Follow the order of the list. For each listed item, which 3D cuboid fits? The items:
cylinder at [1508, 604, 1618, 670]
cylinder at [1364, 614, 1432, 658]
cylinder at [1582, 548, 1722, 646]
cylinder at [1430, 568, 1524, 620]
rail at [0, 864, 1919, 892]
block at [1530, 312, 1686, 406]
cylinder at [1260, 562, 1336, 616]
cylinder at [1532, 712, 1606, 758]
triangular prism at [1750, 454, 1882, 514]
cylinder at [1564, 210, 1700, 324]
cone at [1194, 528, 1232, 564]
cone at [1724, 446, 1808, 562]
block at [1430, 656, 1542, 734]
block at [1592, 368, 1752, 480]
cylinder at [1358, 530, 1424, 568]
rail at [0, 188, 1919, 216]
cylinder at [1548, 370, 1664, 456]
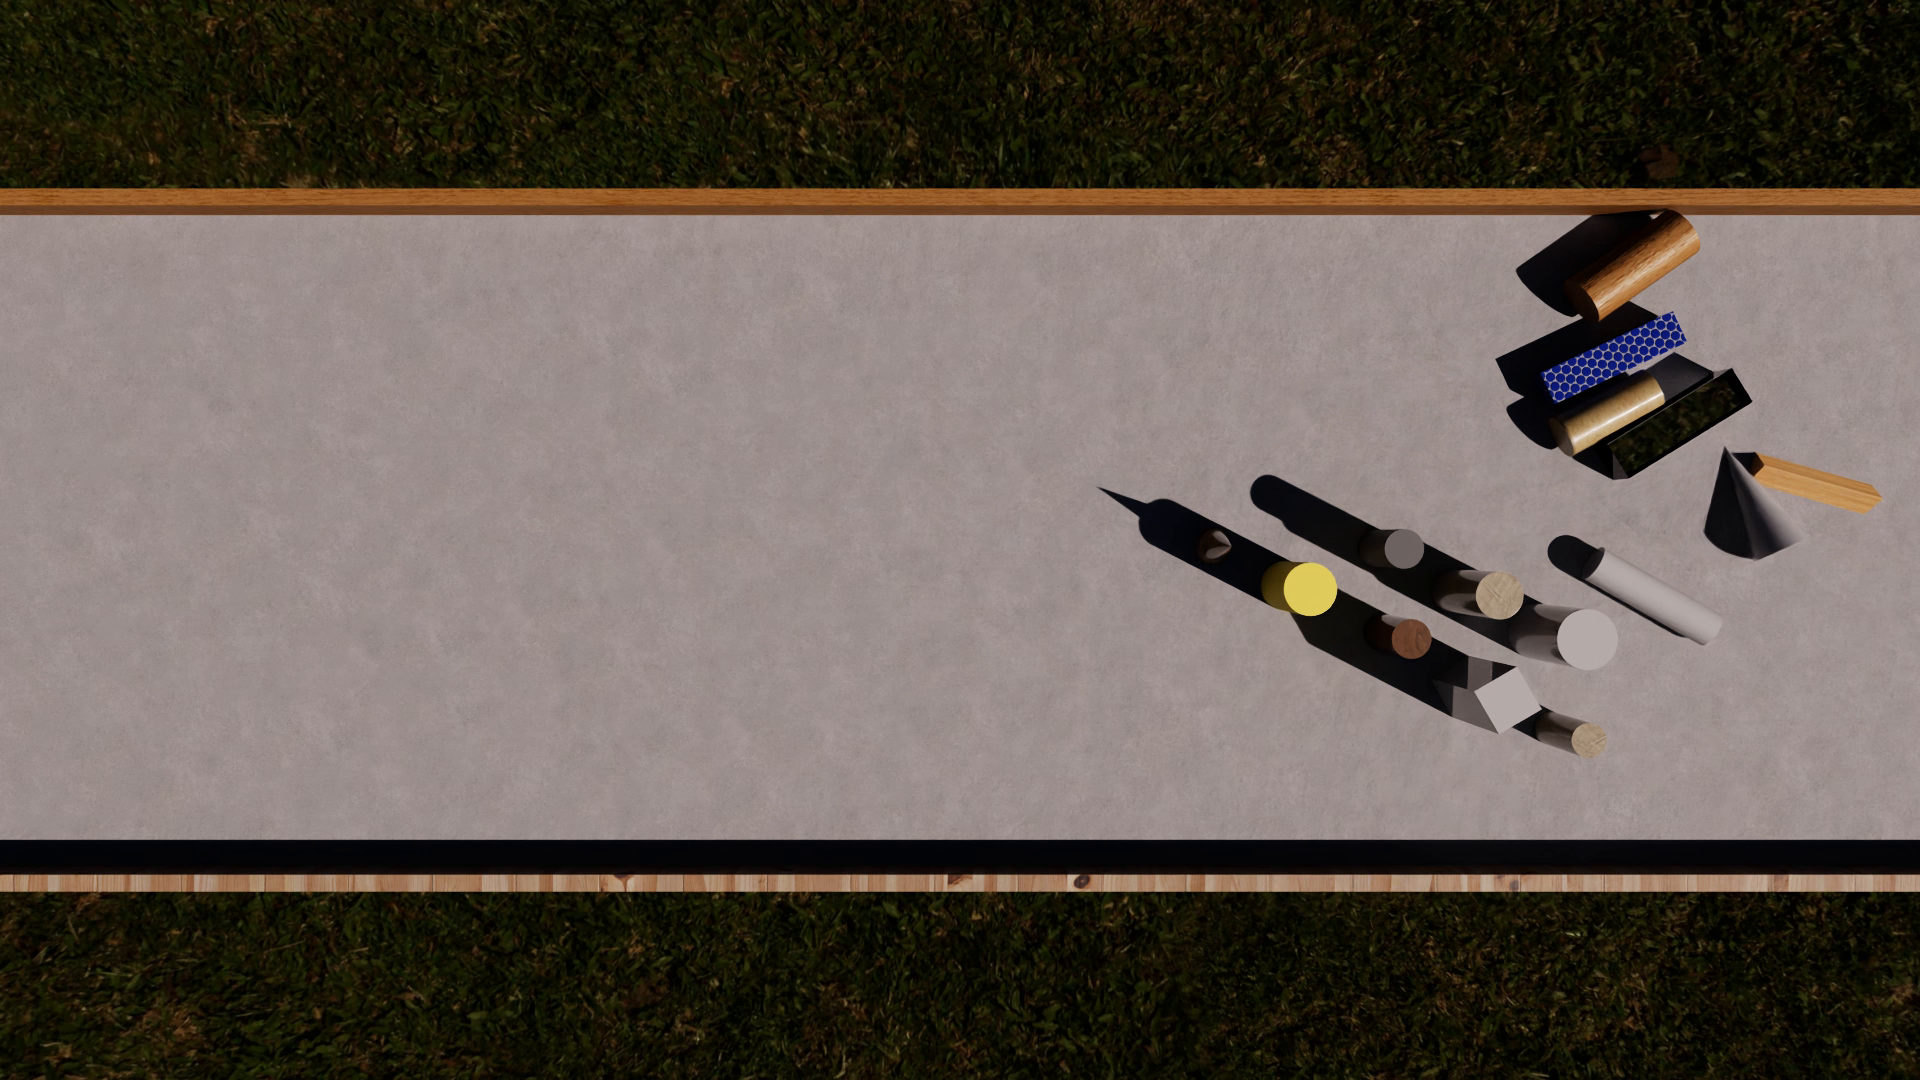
[{"bbox_3d":[1.772,0.281,4.866,0.172,0.420,0.172,0,90,0],"label":"cylinder"},{"bbox_3d":[1.299,0.285,4.910,0.115,0.333,0.115,0,90,0],"label":"cylinder"},{"bbox_3d":[2.106,0.171,5.021,0.410,0.112,0.112,30,90,0],"label":"cylinder"},{"bbox_3d":[1.513,0.156,4.850,0.134,0.454,0.134,0,90,0],"label":"cylinder"},{"bbox_3d":[-2.247,1.025,5.001,12.000,0.150,0.050,0,90,0],"label":"rail"},{"bbox_3d":[1.972,-0.550,5.025,0.440,0.103,0.103,-25,90,0],"label":"block"},{"bbox_3d":[1.000,0.141,4.891,0.152,0.370,0.152,0,90,0],"label":"cylinder"},{"bbox_3d":[1.814,0.578,4.916,0.101,0.322,0.101,0,90,0],"label":"cylinder"},{"bbox_3d":[2.614,-0.174,5.035,0.372,0.079,0.092,16,90,0],"label":"triangular prism"},{"bbox_3d":[2.034,-0.828,4.997,0.371,0.158,0.158,-35,90,0],"label":"cylinder"},{"bbox_3d":[0.777,0.019,4.897,0.115,0.358,0.115,0,90,0],"label":"cone"},{"bbox_3d":[2.420,-0.129,5.036,0.165,0.165,0.360,-23,77,0],"label":"cone"},{"bbox_3d":[1.540,0.451,4.856,0.139,0.440,0.139,-30,90,0],"label":"block"},{"bbox_3d":[2.165,-0.351,5.017,0.438,0.120,0.120,-32,90,0],"label":"block"},{"bbox_3d":[1.280,0.025,4.913,0.114,0.326,0.114,0,90,0],"label":"cylinder"},{"bbox_3d":[-2.247,-1.025,5.002,12.000,0.150,0.050,0,90,0],"label":"rail"},{"bbox_3d":[1.961,-0.386,5.009,0.311,0.134,0.134,-28,90,0],"label":"cylinder"}]
